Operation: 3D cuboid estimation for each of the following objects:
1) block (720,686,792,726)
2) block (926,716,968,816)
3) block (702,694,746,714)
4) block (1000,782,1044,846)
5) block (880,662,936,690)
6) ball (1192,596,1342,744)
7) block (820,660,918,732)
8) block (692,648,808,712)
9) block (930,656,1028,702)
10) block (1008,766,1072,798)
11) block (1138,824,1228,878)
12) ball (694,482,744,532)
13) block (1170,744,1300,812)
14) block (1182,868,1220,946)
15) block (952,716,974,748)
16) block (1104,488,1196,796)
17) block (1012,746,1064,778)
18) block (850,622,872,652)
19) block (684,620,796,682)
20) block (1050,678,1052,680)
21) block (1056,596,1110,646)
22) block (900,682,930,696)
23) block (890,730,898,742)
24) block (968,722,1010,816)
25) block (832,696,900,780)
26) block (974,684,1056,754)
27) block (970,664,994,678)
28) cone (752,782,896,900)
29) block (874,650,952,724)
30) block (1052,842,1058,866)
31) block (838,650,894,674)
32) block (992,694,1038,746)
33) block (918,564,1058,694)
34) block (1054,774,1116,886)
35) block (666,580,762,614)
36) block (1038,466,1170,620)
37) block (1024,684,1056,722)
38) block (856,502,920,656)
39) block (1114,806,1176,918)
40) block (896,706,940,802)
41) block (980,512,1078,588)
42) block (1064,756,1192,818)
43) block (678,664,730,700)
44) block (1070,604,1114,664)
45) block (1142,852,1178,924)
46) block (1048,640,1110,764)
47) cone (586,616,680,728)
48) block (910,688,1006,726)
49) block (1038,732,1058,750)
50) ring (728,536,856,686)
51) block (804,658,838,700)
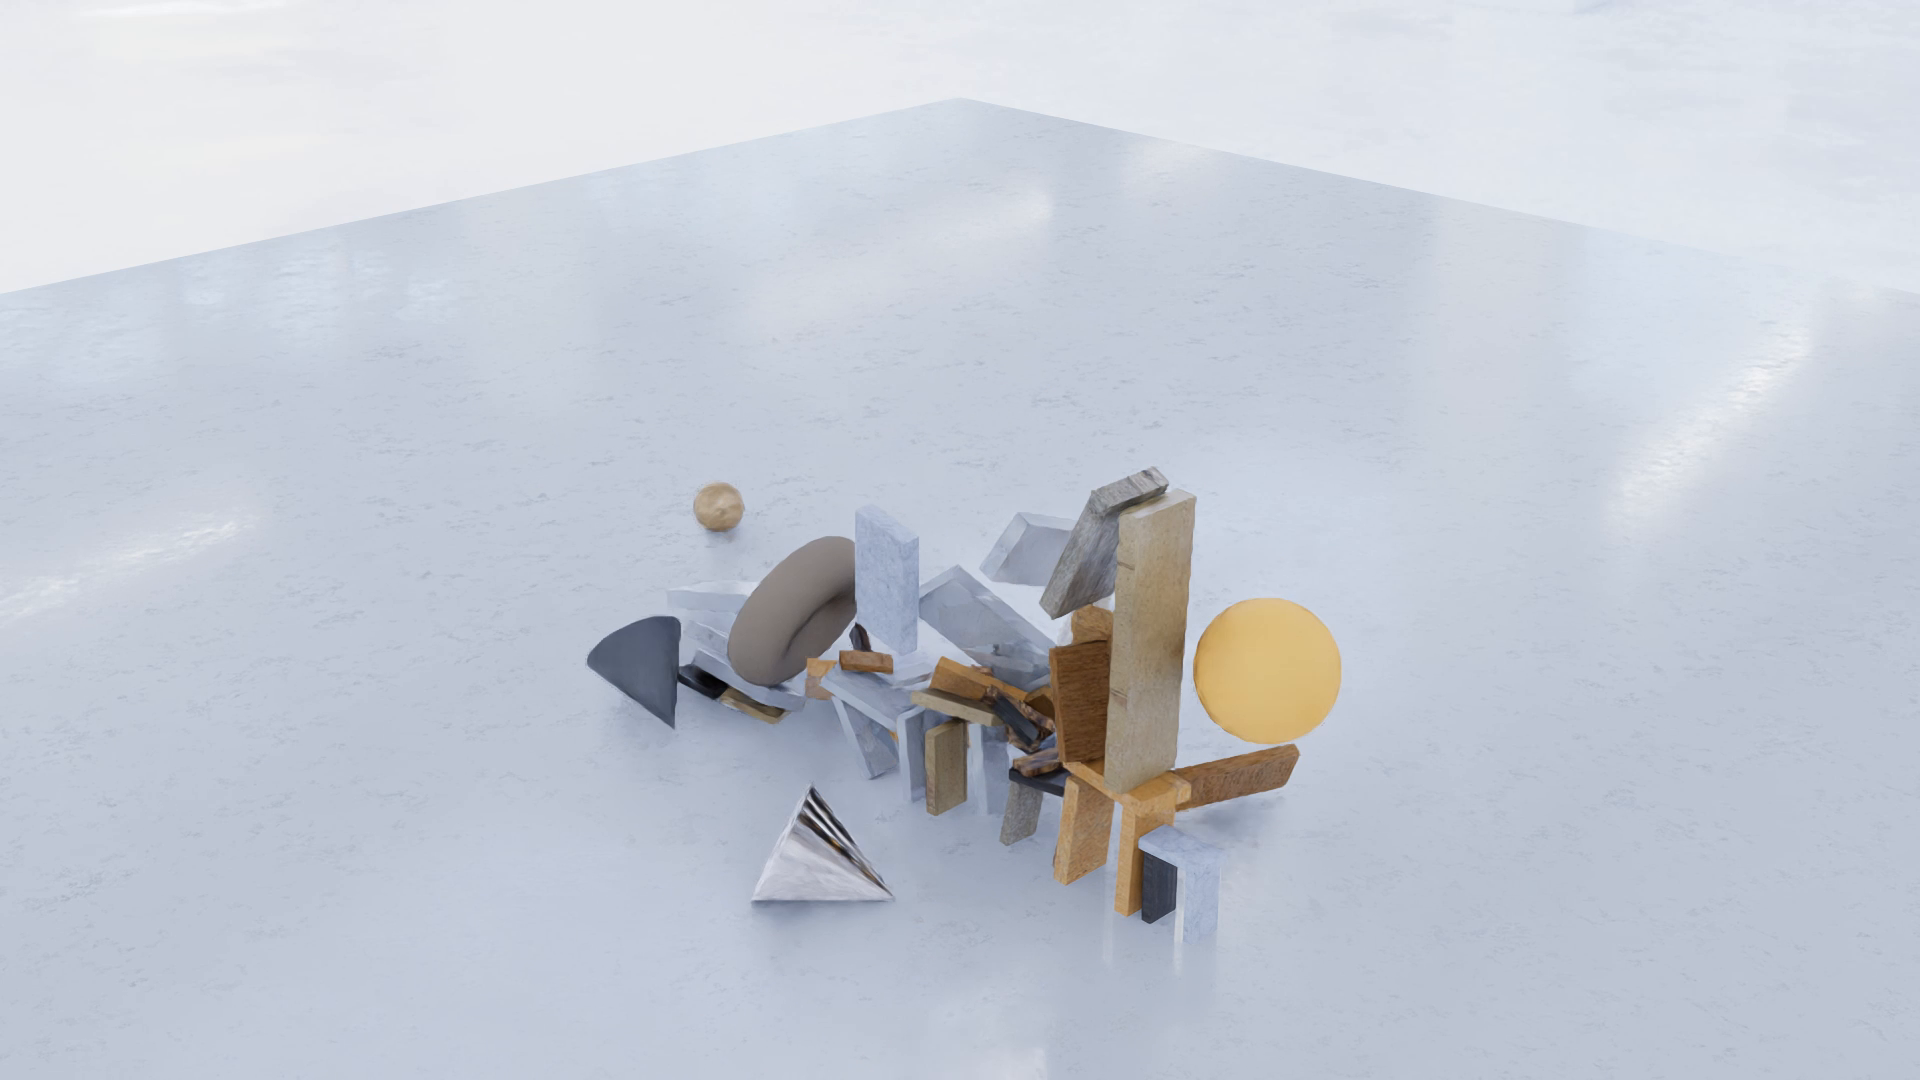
[{"bbox_3d":[-0.449,0.360,4.850,0.140,0.020,0.070,23,31,18],"label":"block"},{"bbox_3d":[-0.027,0.458,4.446,0.026,0.185,0.092,21,31,40],"label":"block"},{"bbox_3d":[-0.506,0.348,4.919,0.140,0.020,0.070,21,28,40],"label":"block"},{"bbox_3d":[0.125,0.523,4.324,0.079,0.157,0.022,-19,42,-38],"label":"block"},{"bbox_3d":[-0.104,0.283,4.582,0.109,0.015,0.054,-13,23,-27],"label":"block"},{"bbox_3d":[0.547,0.233,3.918,0.263,0.263,0.263,0,23,0],"label":"ball"},{"bbox_3d":[-0.188,0.318,4.563,0.186,0.026,0.093,32,38,10],"label":"block"},{"bbox_3d":[-0.469,0.312,4.892,0.253,0.036,0.126,25,4,40],"label":"block"},{"bbox_3d":[0.035,0.317,4.541,0.193,0.097,0.027,23,45,5],"label":"block"},{"bbox_3d":[0.181,0.459,4.245,0.158,0.022,0.079,15,27,31],"label":"block"},{"bbox_3d":[0.407,0.567,4.016,0.074,0.021,0.148,-21,31,-41],"label":"block"},{"bbox_3d":[-0.635,-0.086,5.792,0.134,0.134,0.134,0,23,0],"label":"ball"},{"bbox_3d":[0.540,0.483,4.443,0.298,0.107,0.030,-9,50,-23],"label":"block"},{"bbox_3d":[0.442,0.659,4.018,0.021,0.148,0.074,21,31,41],"label":"block"},{"bbox_3d":[0.013,0.407,4.728,0.047,0.013,0.094,6,42,-19],"label":"block"},{"bbox_3d":[0.338,0.186,3.937,0.153,0.549,0.043,-21,33,-40],"label":"block"},{"bbox_3d":[0.176,0.427,4.272,0.139,0.015,0.054,-13,26,-28],"label":"block"},{"bbox_3d":[-0.220,0.234,4.902,0.014,0.050,0.100,5,47,-29],"label":"block"},{"bbox_3d":[-0.501,0.253,5.013,0.253,0.036,0.126,22,-2,38],"label":"block"},{"bbox_3d":[0.276,0.327,4.286,0.030,0.213,0.107,-46,2,-18],"label":"block"},{"bbox_3d":[0.279,0.202,5.038,0.044,0.154,0.308,34,16,-3],"label":"block"},{"bbox_3d":[-0.085,0.332,4.849,0.191,0.013,0.047,13,26,28],"label":"block"},{"bbox_3d":[-0.115,0.411,4.746,0.109,0.015,0.054,8,49,18],"label":"block"},{"bbox_3d":[0.063,0.459,4.420,0.026,0.184,0.092,-10,-8,34],"label":"block"},{"bbox_3d":[-0.196,0.396,4.598,0.026,0.186,0.093,-16,7,44],"label":"block"},{"bbox_3d":[0.123,0.381,4.513,0.196,0.097,0.027,31,44,-2],"label":"block"},{"bbox_3d":[0.051,0.296,4.552,0.047,0.094,0.013,8,51,21],"label":"block"},{"bbox_3d":[-0.227,0.624,4.147,0.247,0.247,0.247,27,24,-4],"label":"cone"},{"bbox_3d":[-0.065,0.335,4.916,0.154,0.044,0.308,-19,30,-38],"label":"block"},{"bbox_3d":[0.219,0.554,4.251,0.022,0.158,0.079,23,30,22],"label":"block"},{"bbox_3d":[-0.195,0.253,4.584,0.109,0.015,0.054,6,28,-11],"label":"block"},{"bbox_3d":[0.111,0.361,4.403,0.108,0.015,0.054,46,20,-6],"label":"block"},{"bbox_3d":[0.071,0.196,4.477,0.143,0.360,0.041,-32,29,39],"label":"block"},{"bbox_3d":[0.242,0.537,4.196,0.116,0.231,0.033,-22,38,-40],"label":"block"},{"bbox_3d":[-0.511,0.133,5.137,0.154,0.044,0.422,-10,7,-38],"label":"block"},{"bbox_3d":[0.256,0.008,3.930,0.153,0.305,0.043,-22,59,-35],"label":"block"},{"bbox_3d":[0.208,0.386,4.570,0.097,0.193,0.027,-30,26,39],"label":"block"},{"bbox_3d":[-0.145,0.080,4.357,0.041,0.286,0.143,-28,47,-33],"label":"block"},{"bbox_3d":[0.346,0.578,4.101,0.116,0.231,0.033,-21,34,-40],"label":"block"},{"bbox_3d":[-0.080,0.434,4.496,0.093,0.186,0.026,-21,25,-40],"label":"block"},{"bbox_3d":[0.179,0.025,4.366,0.286,0.143,0.041,8,34,-48],"label":"block"},{"bbox_3d":[0.309,0.438,4.089,0.116,0.033,0.231,-15,28,-32],"label":"block"},{"bbox_3d":[-0.574,0.315,4.937,0.140,0.020,0.070,22,28,37],"label":"block"},{"bbox_3d":[0.298,0.213,4.215,0.153,0.305,0.043,19,71,13],"label":"block"},{"bbox_3d":[0.372,0.632,4.082,0.021,0.149,0.074,21,31,41],"label":"block"},{"bbox_3d":[0.229,0.300,4.095,0.107,0.213,0.030,-8,6,-22],"label":"block"},{"bbox_3d":[-0.665,0.318,4.783,0.222,0.222,0.222,-15,65,-31],"label":"cone"},{"bbox_3d":[0.003,0.337,4.443,0.184,0.026,0.092,15,6,26],"label":"block"},{"bbox_3d":[0.217,0.439,4.486,0.108,0.054,0.015,41,40,-14],"label":"block"},{"bbox_3d":[-0.347,0.155,4.771,0.129,0.386,0.386,41,38,16],"label":"ring"},{"bbox_3d":[-0.272,0.307,4.783,0.126,0.036,0.253,5,-16,-4],"label":"block"}]
